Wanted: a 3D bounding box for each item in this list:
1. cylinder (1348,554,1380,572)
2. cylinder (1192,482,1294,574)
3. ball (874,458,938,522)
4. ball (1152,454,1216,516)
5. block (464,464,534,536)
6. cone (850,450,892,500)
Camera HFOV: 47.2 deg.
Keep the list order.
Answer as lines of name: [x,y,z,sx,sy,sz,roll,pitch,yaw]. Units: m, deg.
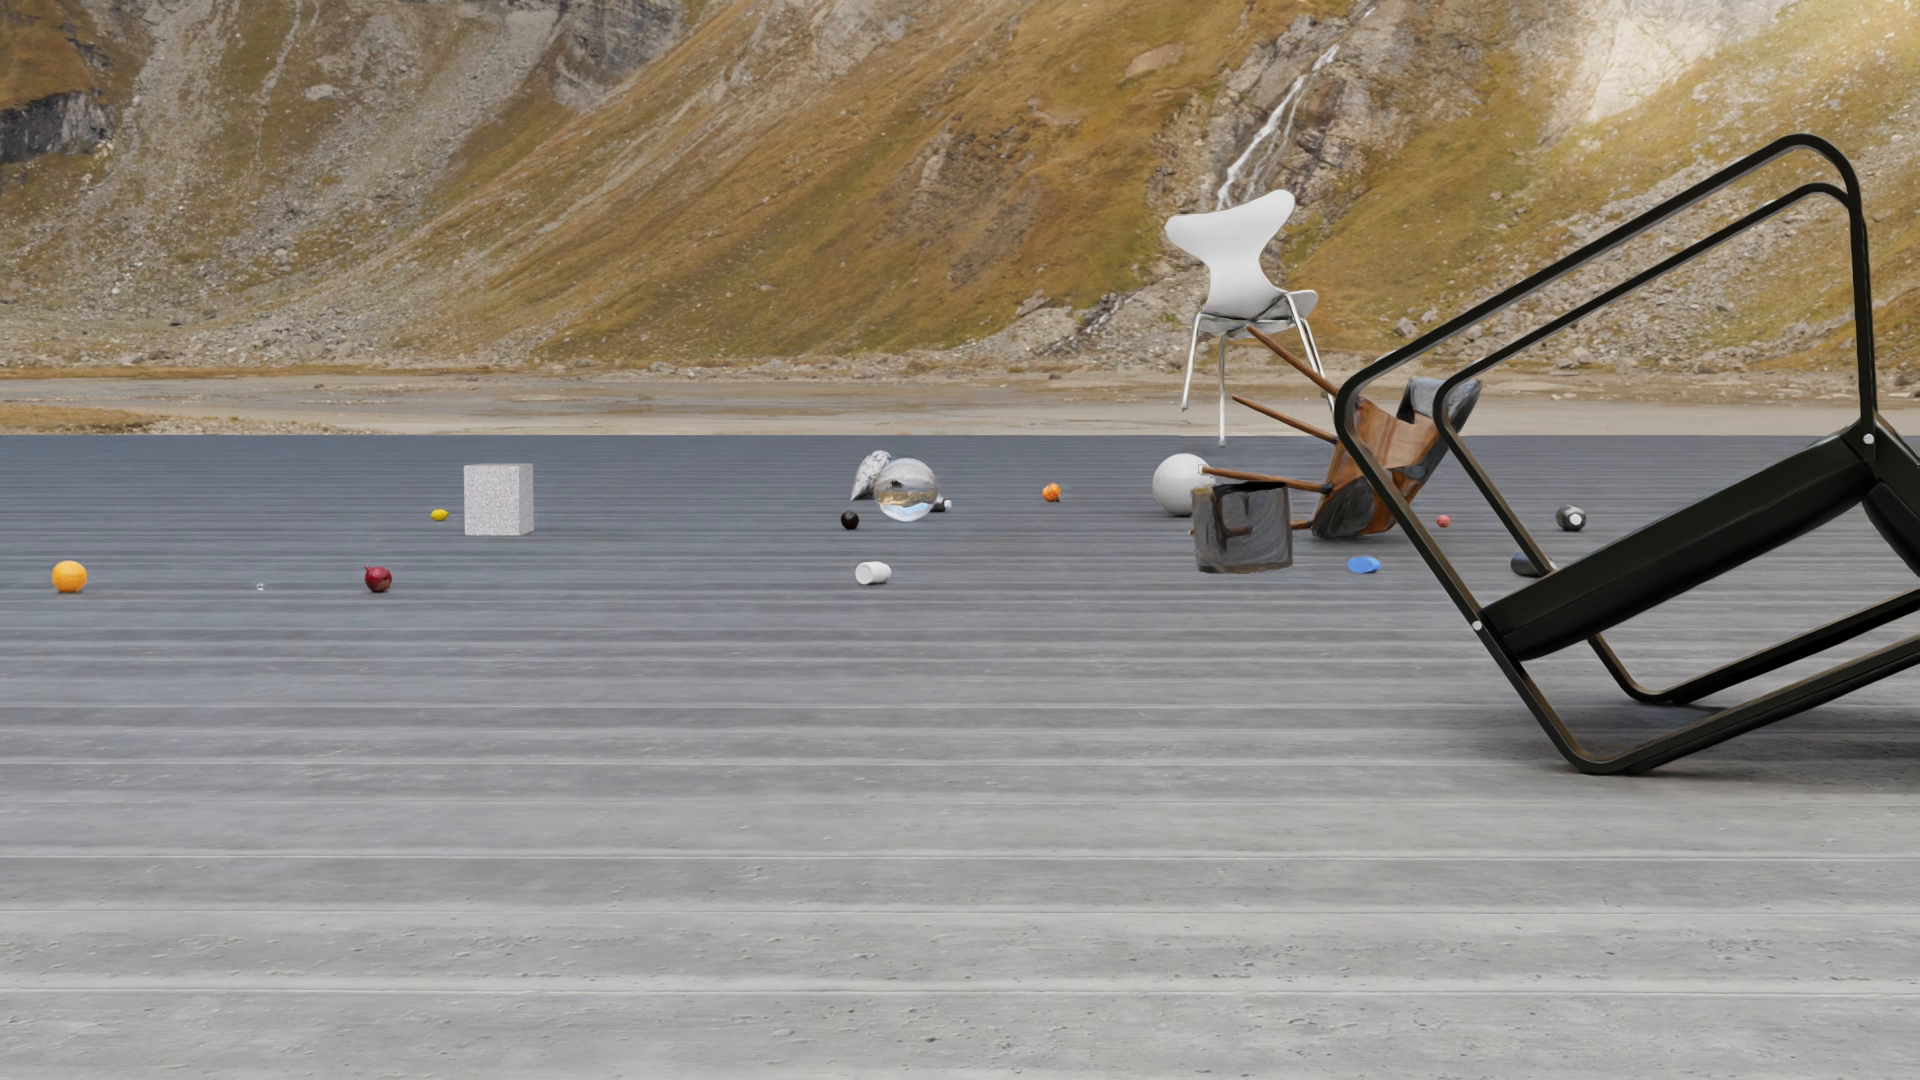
cylinder: [0.991,0.060,5.394,0.066,0.038,0.061,15,0,31]
cylinder: [0.694,-0.031,5.408,0.240,0.196,0.221,-1,8,30]
ball: [-0.183,-0.170,7.444,0.217,0.217,0.217,0,4,0]
ball: [0.790,-0.194,7.751,0.223,0.223,0.223,0,4,0]
block: [-1.439,-0.129,6.867,0.168,0.213,0.219,0,4,0]
cone: [-0.401,-0.216,8.983,0.127,0.233,0.339,34,25,0]
